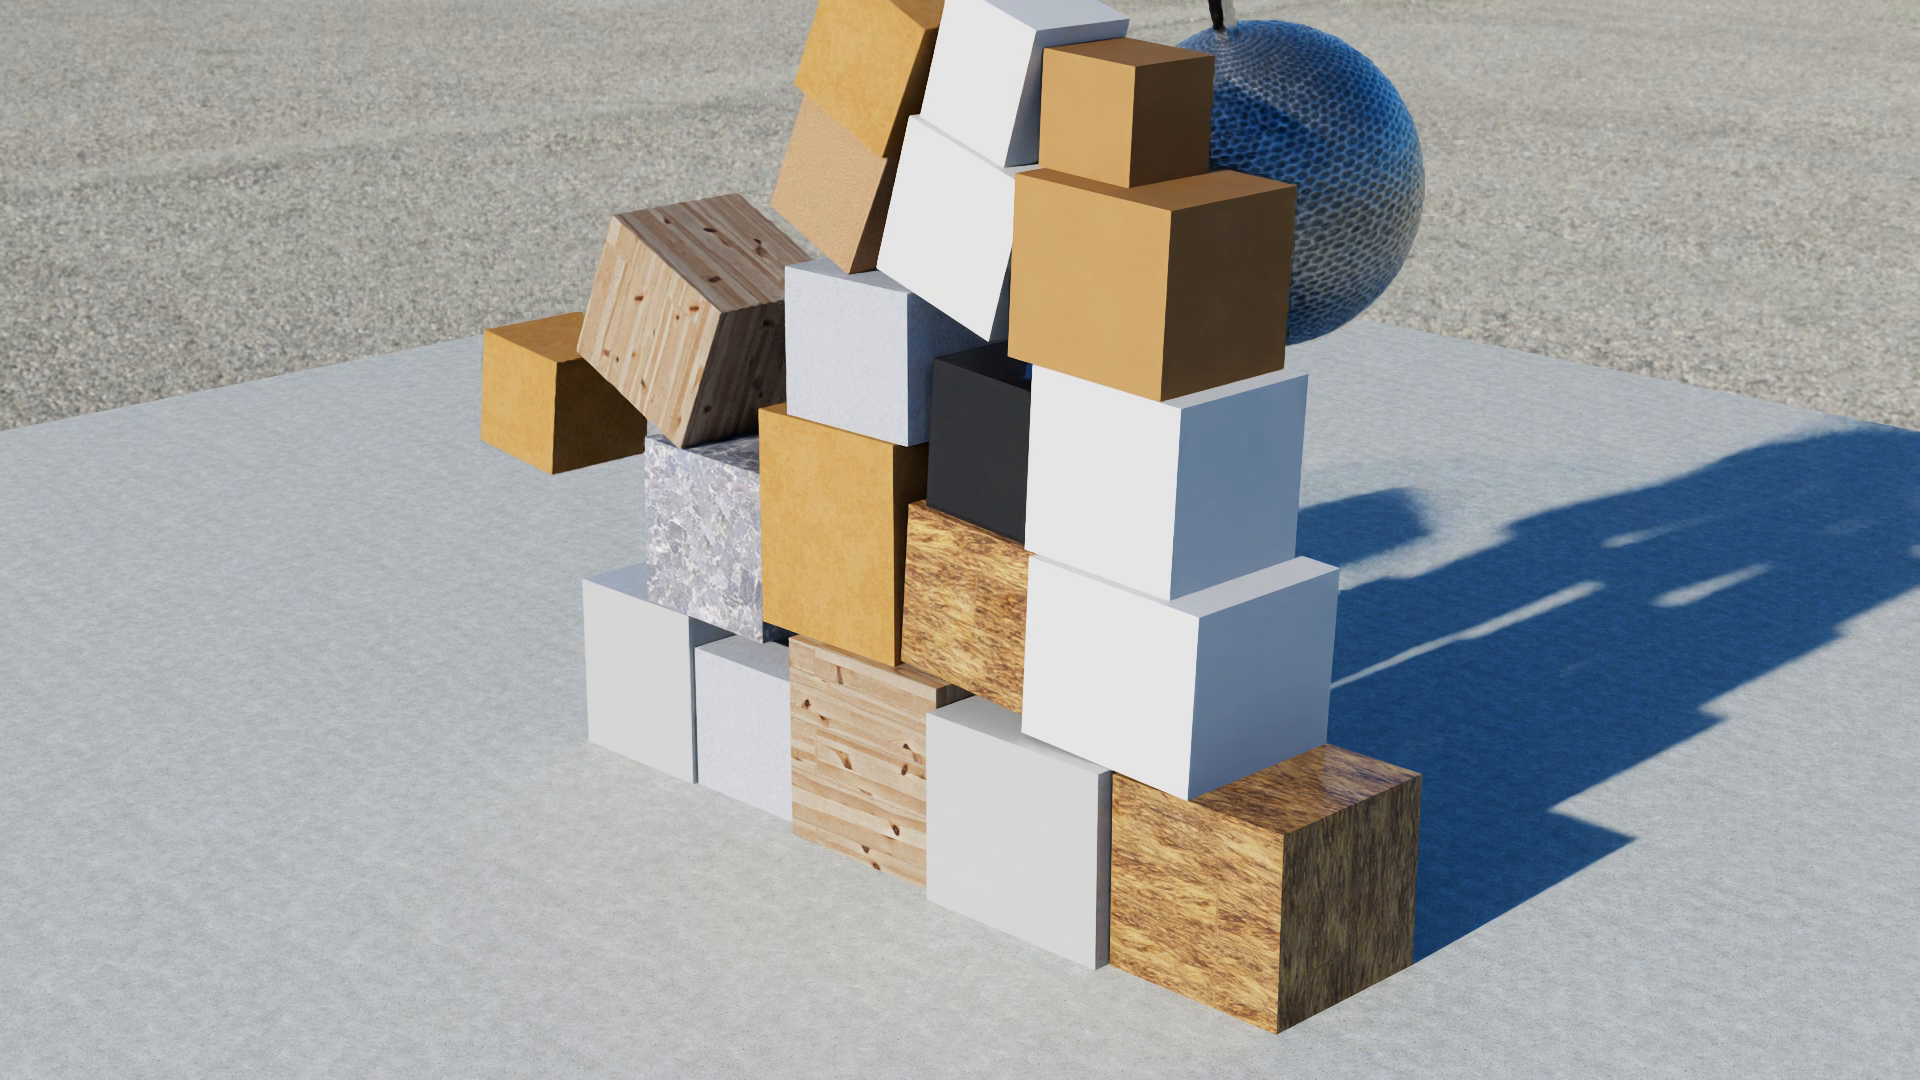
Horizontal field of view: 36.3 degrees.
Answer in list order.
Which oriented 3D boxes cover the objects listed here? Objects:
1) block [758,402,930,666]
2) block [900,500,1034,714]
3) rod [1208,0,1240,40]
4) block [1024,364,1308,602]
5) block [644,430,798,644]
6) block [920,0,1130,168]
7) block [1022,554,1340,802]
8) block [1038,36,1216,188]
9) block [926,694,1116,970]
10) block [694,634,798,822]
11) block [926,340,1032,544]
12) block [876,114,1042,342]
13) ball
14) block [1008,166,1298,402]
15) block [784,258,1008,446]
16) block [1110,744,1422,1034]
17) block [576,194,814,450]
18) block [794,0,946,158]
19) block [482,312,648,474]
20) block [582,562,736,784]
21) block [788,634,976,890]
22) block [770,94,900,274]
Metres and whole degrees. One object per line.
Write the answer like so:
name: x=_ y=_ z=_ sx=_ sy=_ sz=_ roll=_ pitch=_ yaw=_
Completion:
block: x=-0.322 y=-0.104 z=13.655 sx=0.823 sy=1.036 sz=0.895 roll=-17 pitch=24 yaw=-42
block: x=0.300 y=0.233 z=13.081 sx=0.724 sy=0.753 sz=0.825 roll=-17 pitch=28 yaw=-42
rod: x=0.636 y=-4.529 z=12.585 sx=0.080 sy=5.200 sz=0.080 roll=17 pitch=44 yaw=42
block: x=0.862 y=-0.325 z=12.319 sx=0.808 sy=0.815 sz=0.815 roll=-17 pitch=27 yaw=-42
block: x=-0.960 y=-0.085 z=14.303 sx=0.857 sy=0.835 sz=0.771 roll=18 pitch=25 yaw=42
block: x=0.272 y=-1.998 z=12.412 sx=0.565 sy=0.615 sz=0.529 roll=-16 pitch=41 yaw=-42
block: x=0.934 y=0.474 z=12.495 sx=0.911 sy=0.804 sz=0.944 roll=-17 pitch=27 yaw=-42
block: x=0.685 y=-1.768 z=12.081 sx=0.482 sy=0.492 sz=0.511 roll=-16 pitch=26 yaw=-42
block: x=0.590 y=1.185 z=13.075 sx=1.066 sy=0.898 sz=1.026 roll=-17 pitch=24 yaw=-42
block: x=-0.750 y=0.870 z=14.388 sx=0.746 sy=0.713 sz=0.790 roll=-17 pitch=24 yaw=-42
block: x=0.329 y=-0.444 z=12.840 sx=0.640 sy=0.684 sz=0.664 roll=-17 pitch=28 yaw=-42
block: x=0.202 y=-1.400 z=12.714 sx=0.704 sy=0.725 sz=0.726 roll=-16 pitch=41 yaw=-42
ball: x=1.467 y=-1.734 z=14.334 sx=1.600 sy=1.600 sz=1.600 roll=0 pitch=17 yaw=0
block: x=0.789 y=-1.110 z=12.139 sx=0.779 sy=0.780 sz=0.853 roll=-17 pitch=27 yaw=-42
block: x=-0.233 y=-0.906 z=13.330 sx=0.788 sy=0.689 sz=0.796 roll=-17 pitch=24 yaw=-42
block: x=1.289 y=1.401 z=12.422 sx=0.917 sy=0.879 sz=0.916 roll=-17 pitch=24 yaw=-42
block: x=-1.219 y=-1.075 z=14.265 sx=0.790 sy=0.791 sz=0.856 roll=-17 pitch=48 yaw=-42
block: x=-0.196 y=-2.154 z=12.872 sx=0.695 sy=0.639 sz=0.617 roll=-17 pitch=49 yaw=-43
block: x=-2.048 y=-0.770 z=15.234 sx=0.597 sy=0.605 sz=0.616 roll=25 pitch=29 yaw=39
block: x=-1.314 y=0.612 z=14.932 sx=0.846 sy=0.878 sz=0.829 roll=-17 pitch=24 yaw=-42
block: x=-0.114 y=0.926 z=13.752 sx=0.953 sy=0.987 sz=0.971 roll=-17 pitch=24 yaw=-42
block: x=-0.387 y=-1.655 z=13.211 sx=0.568 sy=0.626 sz=0.576 roll=-17 pitch=49 yaw=-42
